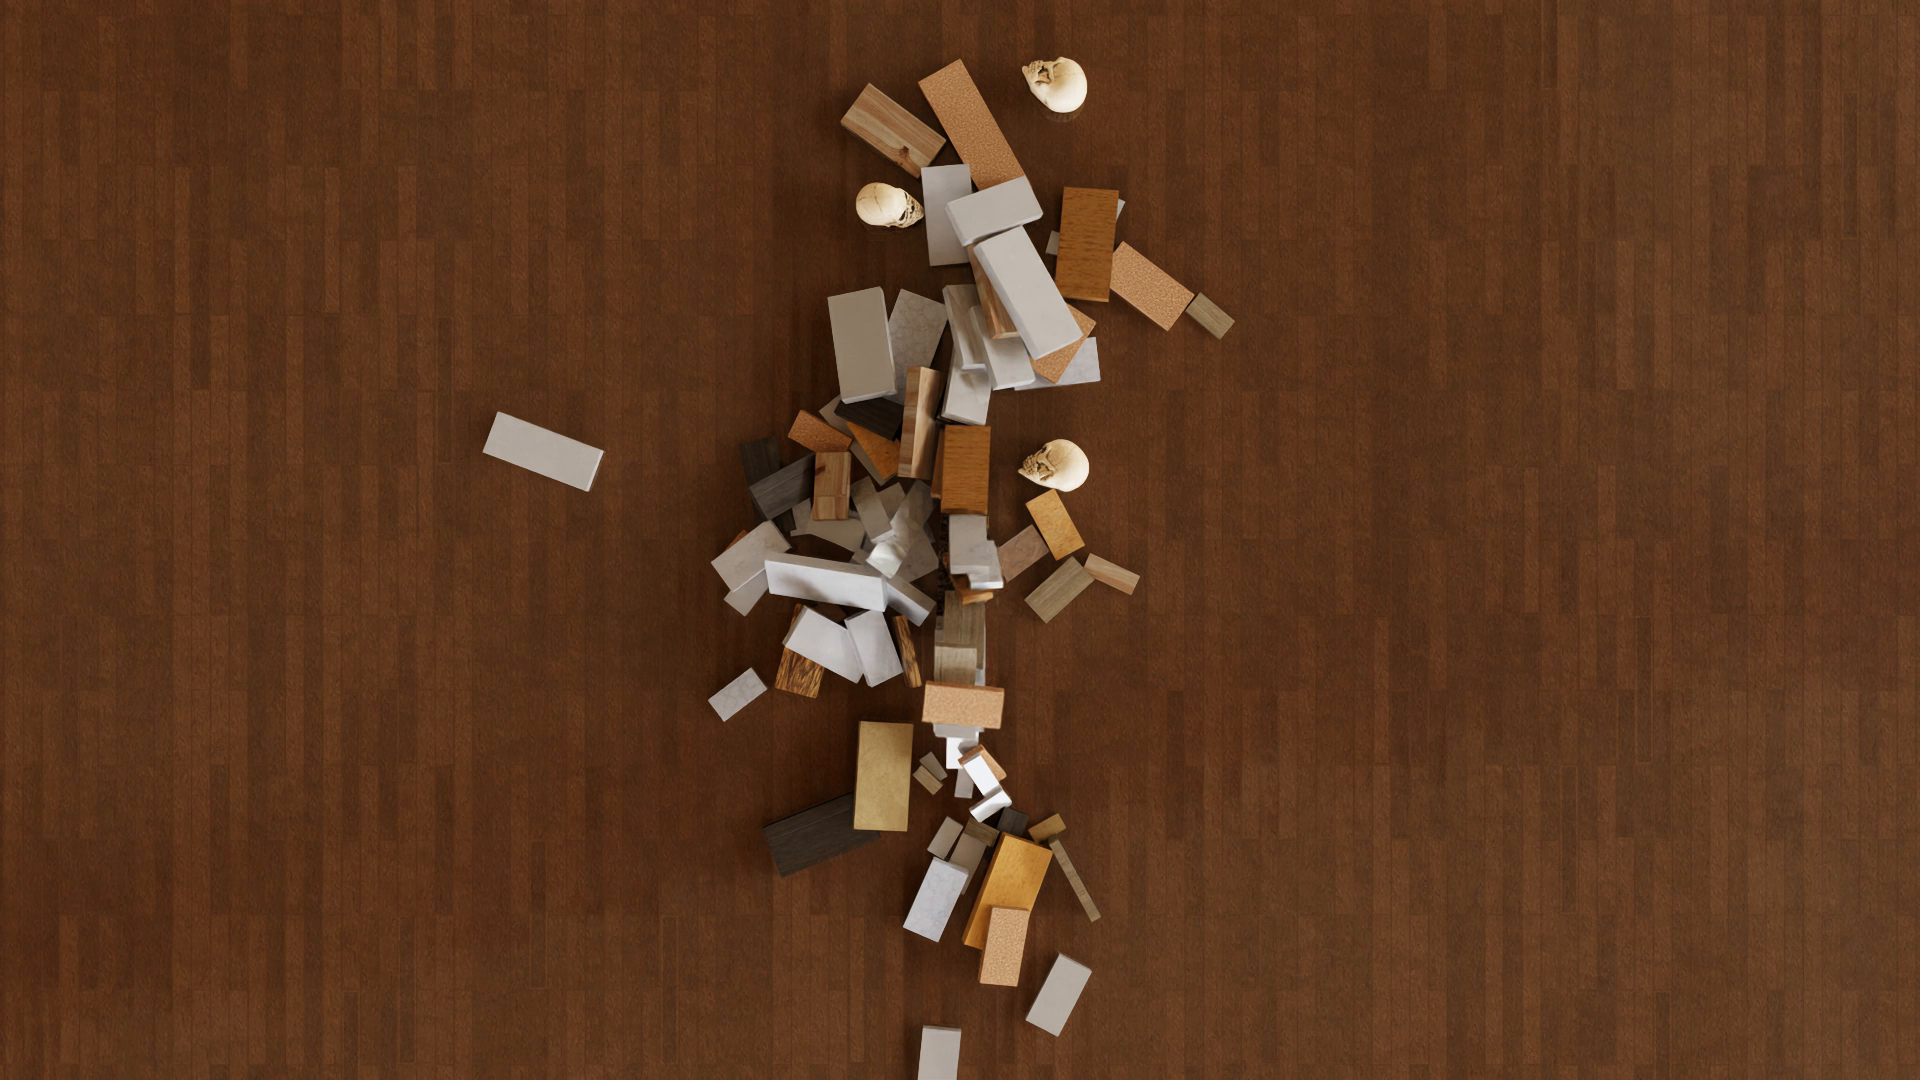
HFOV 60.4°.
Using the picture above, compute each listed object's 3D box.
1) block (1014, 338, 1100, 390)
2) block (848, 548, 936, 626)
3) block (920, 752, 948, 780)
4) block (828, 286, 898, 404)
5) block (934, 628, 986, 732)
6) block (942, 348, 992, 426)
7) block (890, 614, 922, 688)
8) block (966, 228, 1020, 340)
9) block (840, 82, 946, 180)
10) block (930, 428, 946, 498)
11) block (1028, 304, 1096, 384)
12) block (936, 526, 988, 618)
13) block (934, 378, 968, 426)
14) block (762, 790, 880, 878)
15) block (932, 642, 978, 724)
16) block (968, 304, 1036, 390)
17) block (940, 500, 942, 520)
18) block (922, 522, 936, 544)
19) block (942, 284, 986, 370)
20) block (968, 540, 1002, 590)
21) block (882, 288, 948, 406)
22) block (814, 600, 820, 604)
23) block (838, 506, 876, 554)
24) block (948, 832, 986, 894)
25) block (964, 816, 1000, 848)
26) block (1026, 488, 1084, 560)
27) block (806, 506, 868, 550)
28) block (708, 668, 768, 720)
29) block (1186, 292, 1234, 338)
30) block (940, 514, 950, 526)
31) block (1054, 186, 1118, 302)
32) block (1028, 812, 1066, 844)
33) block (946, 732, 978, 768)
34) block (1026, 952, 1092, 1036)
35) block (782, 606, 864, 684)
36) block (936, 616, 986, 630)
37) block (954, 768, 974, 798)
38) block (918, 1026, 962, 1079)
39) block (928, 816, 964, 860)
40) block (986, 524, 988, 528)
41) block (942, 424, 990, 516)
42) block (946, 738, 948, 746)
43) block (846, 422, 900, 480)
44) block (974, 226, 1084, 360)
[{"bbox_3d":[0.315,-0.585,5.480,0.285,0.040,0.143,-7,90,0],"label":"block"},{"bbox_3d":[-0.232,0.157,5.421,0.310,0.155,0.044,35,65,0],"label":"block"},{"bbox_3d":[-0.089,0.758,5.493,0.049,0.014,0.097,-34,90,0],"label":"block"},{"bbox_3d":[-0.320,-0.640,5.421,0.180,0.051,0.359,-11,77,8],"label":"block"},{"bbox_3d":[-0.001,0.439,5.159,0.158,0.045,0.317,1,90,0],"label":"block"},{"bbox_3d":[0.032,-0.518,5.403,0.141,0.040,0.282,16,68,-17],"label":"block"},{"bbox_3d":[-0.179,0.365,5.438,0.034,0.119,0.238,-13,90,-13],"label":"block"},{"bbox_3d":[0.146,-0.843,5.407,0.180,0.051,0.360,-9,79,-25],"label":"block"},{"bbox_3d":[-0.220,-1.354,5.477,0.319,0.045,0.159,36,90,0],"label":"block"},{"bbox_3d":[-0.022,-0.246,5.381,0.117,0.033,0.234,7,69,2],"label":"block"},{"bbox_3d":[0.332,-0.648,5.442,0.122,0.034,0.243,33,88,2],"label":"block"},{"bbox_3d":[0.008,0.100,5.285,0.155,0.044,0.311,2,57,0],"label":"block"},{"bbox_3d":[0.005,-0.482,5.438,0.117,0.033,0.234,21,74,-15],"label":"block"},{"bbox_3d":[-0.459,0.971,5.475,0.351,0.050,0.176,-22,90,0],"label":"block"},{"bbox_3d":[-0.017,0.441,5.035,0.125,0.035,0.250,3,106,0],"label":"block"},{"bbox_3d":[0.136,-0.637,5.394,0.141,0.040,0.282,-12,78,-25],"label":"block"},{"bbox_3d":[0.007,0.005,5.398,0.147,0.042,0.294,2,57,0],"label":"block"},{"bbox_3d":[-0.158,0.000,5.490,0.140,0.020,0.070,-23,90,0],"label":"block"},{"bbox_3d":[0.041,-0.703,5.422,0.141,0.040,0.282,-6,76,-24],"label":"block"},{"bbox_3d":[0.071,0.078,5.196,0.102,0.203,0.029,-4,130,-6],"label":"block"},{"bbox_3d":[-0.173,-0.632,5.475,0.180,0.051,0.359,20,90,0],"label":"block"},{"bbox_3d":[-0.478,0.157,5.488,0.163,0.023,0.081,36,90,0],"label":"block"},{"bbox_3d":[-0.336,-0.025,5.436,0.253,0.036,0.126,26,104,15],"label":"block"},{"bbox_3d":[0.011,1.075,5.487,0.093,0.026,0.185,26,90,0],"label":"block"},{"bbox_3d":[0.071,0.966,5.463,0.114,0.016,0.057,23,90,32],"label":"block"},{"bbox_3d":[0.316,-0.052,5.485,0.108,0.031,0.216,-28,90,0],"label":"block"},{"bbox_3d":[-0.401,-0.041,5.423,0.199,0.028,0.099,21,102,16],"label":"block"},{"bbox_3d":[-0.739,0.513,5.487,0.179,0.025,0.090,-37,90,0],"label":"block"},{"bbox_3d":[0.832,-0.746,5.489,0.150,0.021,0.075,40,90,0],"label":"block"},{"bbox_3d":[0.016,-0.169,5.427,0.147,0.042,0.294,2,69,0],"label":"block"},{"bbox_3d":[0.417,-0.975,5.442,0.180,0.051,0.360,5,88,6],"label":"block"},{"bbox_3d":[0.290,0.961,5.492,0.114,0.016,0.057,-29,90,0],"label":"block"},{"bbox_3d":[0.008,0.668,5.384,0.100,0.028,0.201,1,130,-1],"label":"block"},{"bbox_3d":[0.327,1.511,5.483,0.121,0.034,0.242,27,90,0],"label":"block"},{"bbox_3d":[-0.424,0.344,5.418,0.288,0.041,0.144,30,92,-25],"label":"block"},{"bbox_3d":[0.003,0.246,5.345,0.155,0.310,0.044,2,108,0],"label":"block"},{"bbox_3d":[0.018,0.800,5.474,0.057,0.016,0.114,6,107,-5],"label":"block"},{"bbox_3d":[-0.072,1.750,5.482,0.127,0.036,0.254,6,90,0],"label":"block"},{"bbox_3d":[-0.049,0.991,5.491,0.064,0.018,0.129,31,90,0],"label":"block"},{"bbox_3d":[0.013,0.086,5.397,0.155,0.044,0.311,2,57,0],"label":"block"},{"bbox_3d":[0.019,-0.227,5.334,0.147,0.042,0.294,2,69,0],"label":"block"},{"bbox_3d":[0.006,0.673,5.425,0.100,0.028,0.201,0,130,0],"label":"block"},{"bbox_3d":[-0.266,-0.323,5.448,0.113,0.032,0.225,-34,90,0],"label":"block"},{"bbox_3d":[0.222,-0.806,5.371,0.180,0.051,0.414,-27,87,-27],"label":"block"}]
